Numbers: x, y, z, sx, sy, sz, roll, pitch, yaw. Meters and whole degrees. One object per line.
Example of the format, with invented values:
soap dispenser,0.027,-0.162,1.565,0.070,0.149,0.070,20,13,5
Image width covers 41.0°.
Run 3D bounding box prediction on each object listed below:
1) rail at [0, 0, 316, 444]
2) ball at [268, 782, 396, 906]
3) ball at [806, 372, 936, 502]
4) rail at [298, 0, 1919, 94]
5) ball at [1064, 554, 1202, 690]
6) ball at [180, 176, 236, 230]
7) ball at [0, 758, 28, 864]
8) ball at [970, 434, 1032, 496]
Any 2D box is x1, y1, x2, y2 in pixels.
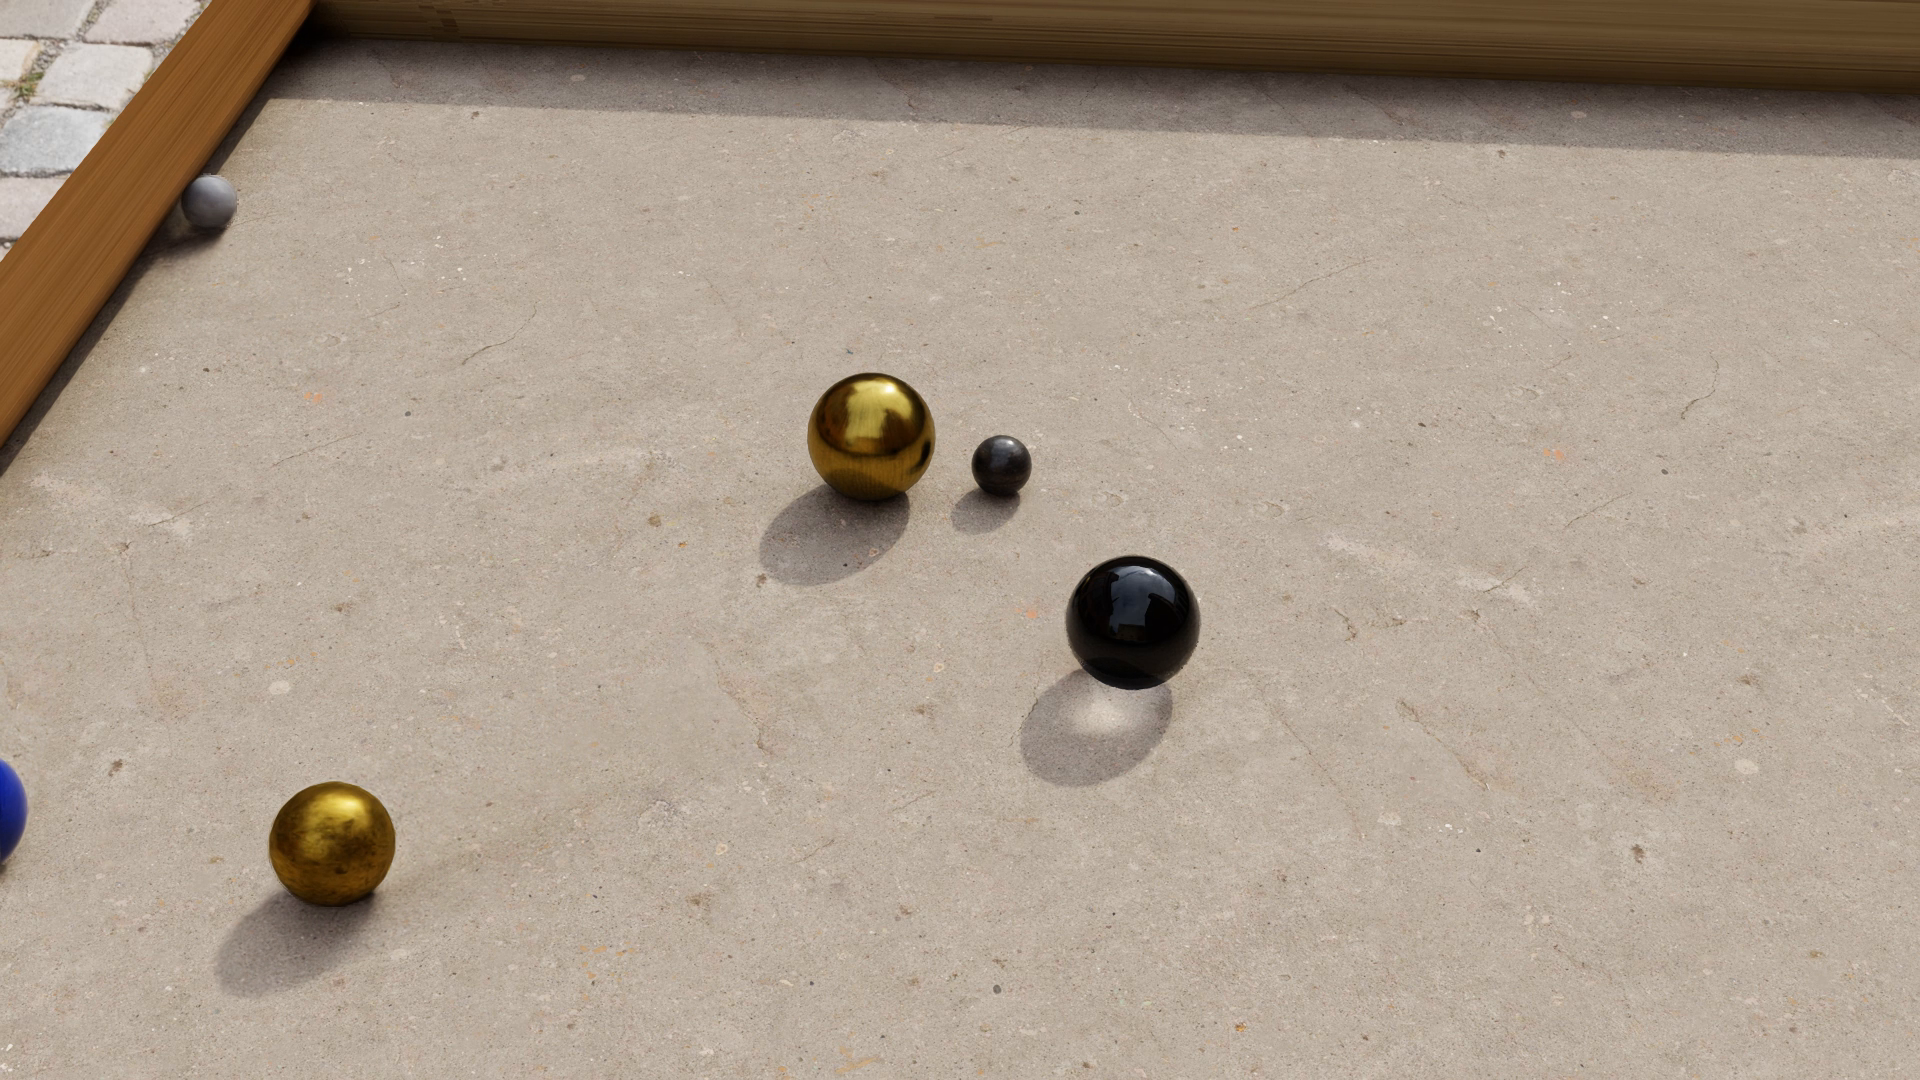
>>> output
rail,-0.748,-0.059,1.899,0.045,0.128,1.823,3,35,4
ball,-0.389,0.188,1.591,0.077,0.077,0.077,0,35,0
ball,-0.067,-0.078,1.954,0.098,0.098,0.098,0,35,0
rail,0.847,-0.491,2.518,3.096,0.128,0.045,3,35,4
ball,0.119,0.057,1.764,0.093,0.093,0.093,0,35,0
ball,-0.680,-0.305,2.322,0.048,0.048,0.048,0,35,0
ball,-0.629,0.171,1.610,0.084,0.084,0.084,0,35,0
ball,0.032,-0.057,1.968,0.047,0.047,0.047,0,35,0
